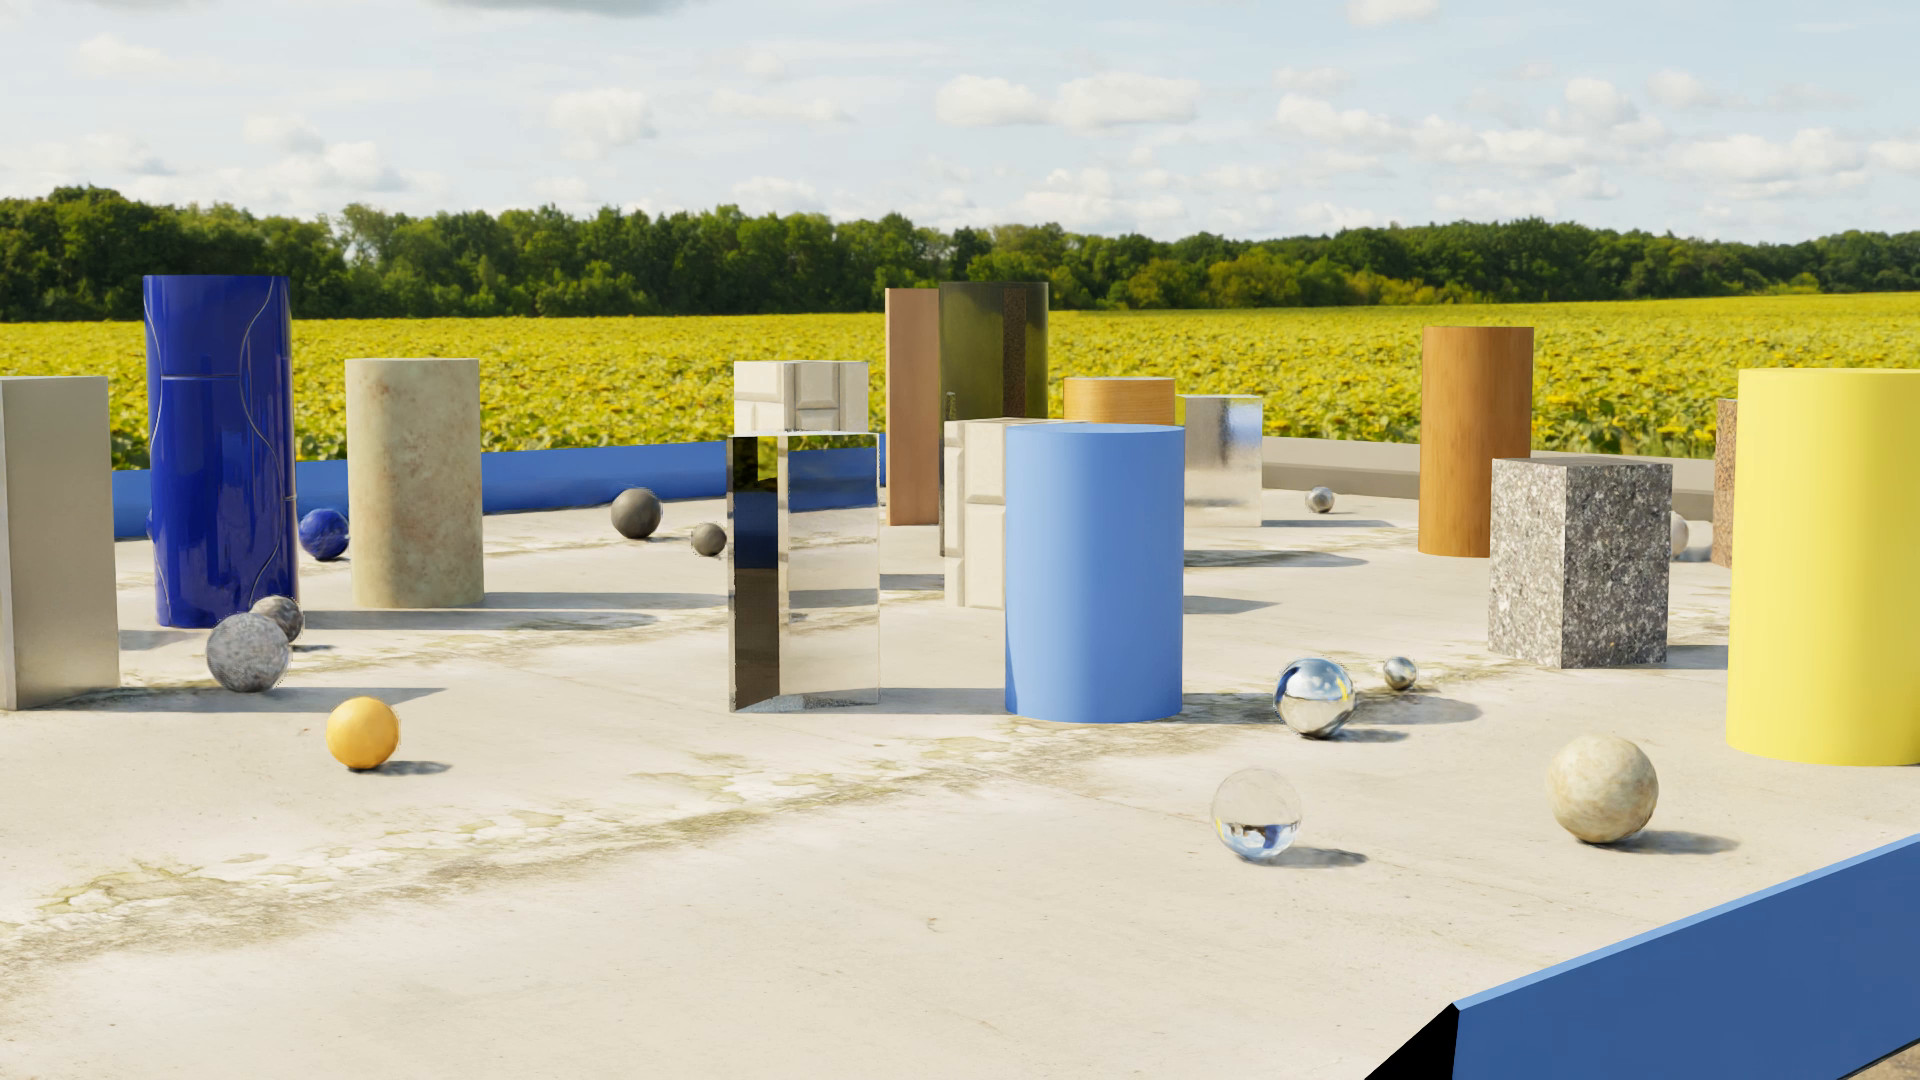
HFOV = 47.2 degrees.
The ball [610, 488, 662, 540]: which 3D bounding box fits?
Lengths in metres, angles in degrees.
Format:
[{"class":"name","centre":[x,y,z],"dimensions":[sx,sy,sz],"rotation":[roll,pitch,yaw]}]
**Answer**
[{"class":"ball","centre":[-0.634,-0.051,4.305],"dimensions":[0.100,0.100,0.100],"rotation":[0,6,0]}]

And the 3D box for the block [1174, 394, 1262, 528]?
[{"class":"block","centre":[0.540,-0.168,4.614],"dimensions":[0.160,0.268,0.160],"rotation":[0,6,-2]}]

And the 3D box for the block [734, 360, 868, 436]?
[{"class":"block","centre":[-0.260,-0.112,3.613],"dimensions":[0.160,0.362,0.160],"rotation":[-4,7,-35]}]

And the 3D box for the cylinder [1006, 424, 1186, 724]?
[{"class":"cylinder","centre":[0.150,0.032,2.464],"dimensions":[0.200,0.315,0.200],"rotation":[0,6,0]}]

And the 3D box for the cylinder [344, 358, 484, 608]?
[{"class":"cylinder","centre":[-0.838,-0.092,3.382],"dimensions":[0.200,0.371,0.200],"rotation":[0,6,0]}]

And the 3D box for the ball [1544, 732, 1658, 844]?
[{"class":"ball","centre":[0.538,0.208,1.846],"dimensions":[0.092,0.092,0.092],"rotation":[0,6,0]}]

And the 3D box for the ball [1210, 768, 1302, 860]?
[{"class":"ball","centre":[0.242,0.223,1.794],"dimensions":[0.074,0.074,0.074],"rotation":[0,6,0]}]

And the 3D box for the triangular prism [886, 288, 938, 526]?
[{"class":"triangular prism","centre":[-0.098,-0.284,4.653],"dimensions":[0.173,0.491,0.150],"rotation":[-2,6,-21]}]

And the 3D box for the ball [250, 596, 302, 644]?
[{"class":"ball","centre":[-0.907,0.108,2.913],"dimensions":[0.070,0.070,0.070],"rotation":[0,6,0]}]

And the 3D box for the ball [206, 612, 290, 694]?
[{"class":"ball","centre":[-0.832,0.132,2.568],"dimensions":[0.095,0.095,0.095],"rotation":[0,6,0]}]

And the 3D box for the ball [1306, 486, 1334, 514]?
[{"class":"ball","centre":[0.793,-0.087,4.837],"dimensions":[0.061,0.061,0.061],"rotation":[0,6,0]}]

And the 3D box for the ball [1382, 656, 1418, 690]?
[{"class":"ball","centre":[0.518,0.157,2.588],"dimensions":[0.040,0.040,0.040],"rotation":[0,6,0]}]

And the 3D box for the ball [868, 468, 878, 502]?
[{"class":"ball","centre":[-0.235,-0.127,5.059],"dimensions":[0.093,0.093,0.093],"rotation":[0,6,0]}]

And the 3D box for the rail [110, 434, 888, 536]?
[{"class":"rail","centre":[-1.254,-0.107,4.683],"dimensions":[4.148,0.130,0.045],"rotation":[-5,8,-42]}]

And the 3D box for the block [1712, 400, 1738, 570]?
[{"class":"block","centre":[1.414,-0.096,3.810],"dimensions":[0.160,0.290,0.160],"rotation":[0,6,0]}]

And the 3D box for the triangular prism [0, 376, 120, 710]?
[{"class":"triangular prism","centre":[-1.057,-0.004,2.550],"dimensions":[0.150,0.369,0.173],"rotation":[-5,8,-40]}]

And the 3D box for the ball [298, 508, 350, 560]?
[{"class":"ball","centre":[-1.140,-0.011,3.945],"dimensions":[0.093,0.093,0.093],"rotation":[0,6,0]}]

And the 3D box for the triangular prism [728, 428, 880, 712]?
[{"class":"triangular prism","centre":[-0.197,0.029,2.527],"dimensions":[0.173,0.308,0.150],"rotation":[-2,6,-19]}]

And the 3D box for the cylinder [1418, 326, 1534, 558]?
[{"class":"cylinder","centre":[0.951,-0.185,4.058],"dimensions":[0.200,0.416,0.200],"rotation":[0,6,0]}]

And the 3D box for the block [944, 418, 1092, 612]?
[{"class":"block","centre":[0.089,-0.041,3.342],"dimensions":[0.160,0.279,0.160],"rotation":[4,7,36]}]

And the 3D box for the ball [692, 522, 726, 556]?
[{"class":"ball","centre":[-0.455,0.000,3.996],"dimensions":[0.062,0.062,0.062],"rotation":[0,6,0]}]

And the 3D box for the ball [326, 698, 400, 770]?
[{"class":"ball","centre":[-0.583,0.188,2.146],"dimensions":[0.070,0.070,0.070],"rotation":[0,6,0]}]

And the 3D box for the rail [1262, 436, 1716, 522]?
[{"class":"rail","centre":[1.507,-0.110,4.715],"dimensions":[0.045,0.130,3.745],"rotation":[-5,8,-42]}]

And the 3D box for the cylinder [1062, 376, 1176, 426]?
[{"class":"cylinder","centre":[0.283,-0.126,3.925],"dimensions":[0.200,0.326,0.200],"rotation":[0,6,0]}]

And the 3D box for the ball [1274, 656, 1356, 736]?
[{"class":"ball","centre":[0.373,0.164,2.309],"dimensions":[0.084,0.084,0.084],"rotation":[0,6,0]}]

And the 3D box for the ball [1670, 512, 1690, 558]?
[{"class":"ball","centre":[1.261,-0.009,3.944],"dimensions":[0.091,0.091,0.091],"rotation":[0,6,0]}]

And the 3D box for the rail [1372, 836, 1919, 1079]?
[{"class":"rail","centre":[1.254,0.174,1.980],"dimensions":[4.148,0.130,0.045],"rotation":[-5,8,-42]}]

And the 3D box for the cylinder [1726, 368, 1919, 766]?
[{"class":"cylinder","centre":[0.891,0.021,2.236],"dimensions":[0.200,0.385,0.200],"rotation":[0,6,0]}]

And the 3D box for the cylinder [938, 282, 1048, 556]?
[{"class":"cylinder","centre":[0.061,-0.220,4.006],"dimensions":[0.200,0.497,0.200],"rotation":[0,6,0]}]

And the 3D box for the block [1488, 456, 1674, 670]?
[{"class":"block","centre":[0.797,0.025,2.833],"dimensions":[0.160,0.253,0.160],"rotation":[-2,6,-20]}]

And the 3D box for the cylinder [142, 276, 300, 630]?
[{"class":"cylinder","centre":[-1.060,-0.131,3.163],"dimensions":[0.200,0.494,0.200],"rotation":[0,6,0]}]
